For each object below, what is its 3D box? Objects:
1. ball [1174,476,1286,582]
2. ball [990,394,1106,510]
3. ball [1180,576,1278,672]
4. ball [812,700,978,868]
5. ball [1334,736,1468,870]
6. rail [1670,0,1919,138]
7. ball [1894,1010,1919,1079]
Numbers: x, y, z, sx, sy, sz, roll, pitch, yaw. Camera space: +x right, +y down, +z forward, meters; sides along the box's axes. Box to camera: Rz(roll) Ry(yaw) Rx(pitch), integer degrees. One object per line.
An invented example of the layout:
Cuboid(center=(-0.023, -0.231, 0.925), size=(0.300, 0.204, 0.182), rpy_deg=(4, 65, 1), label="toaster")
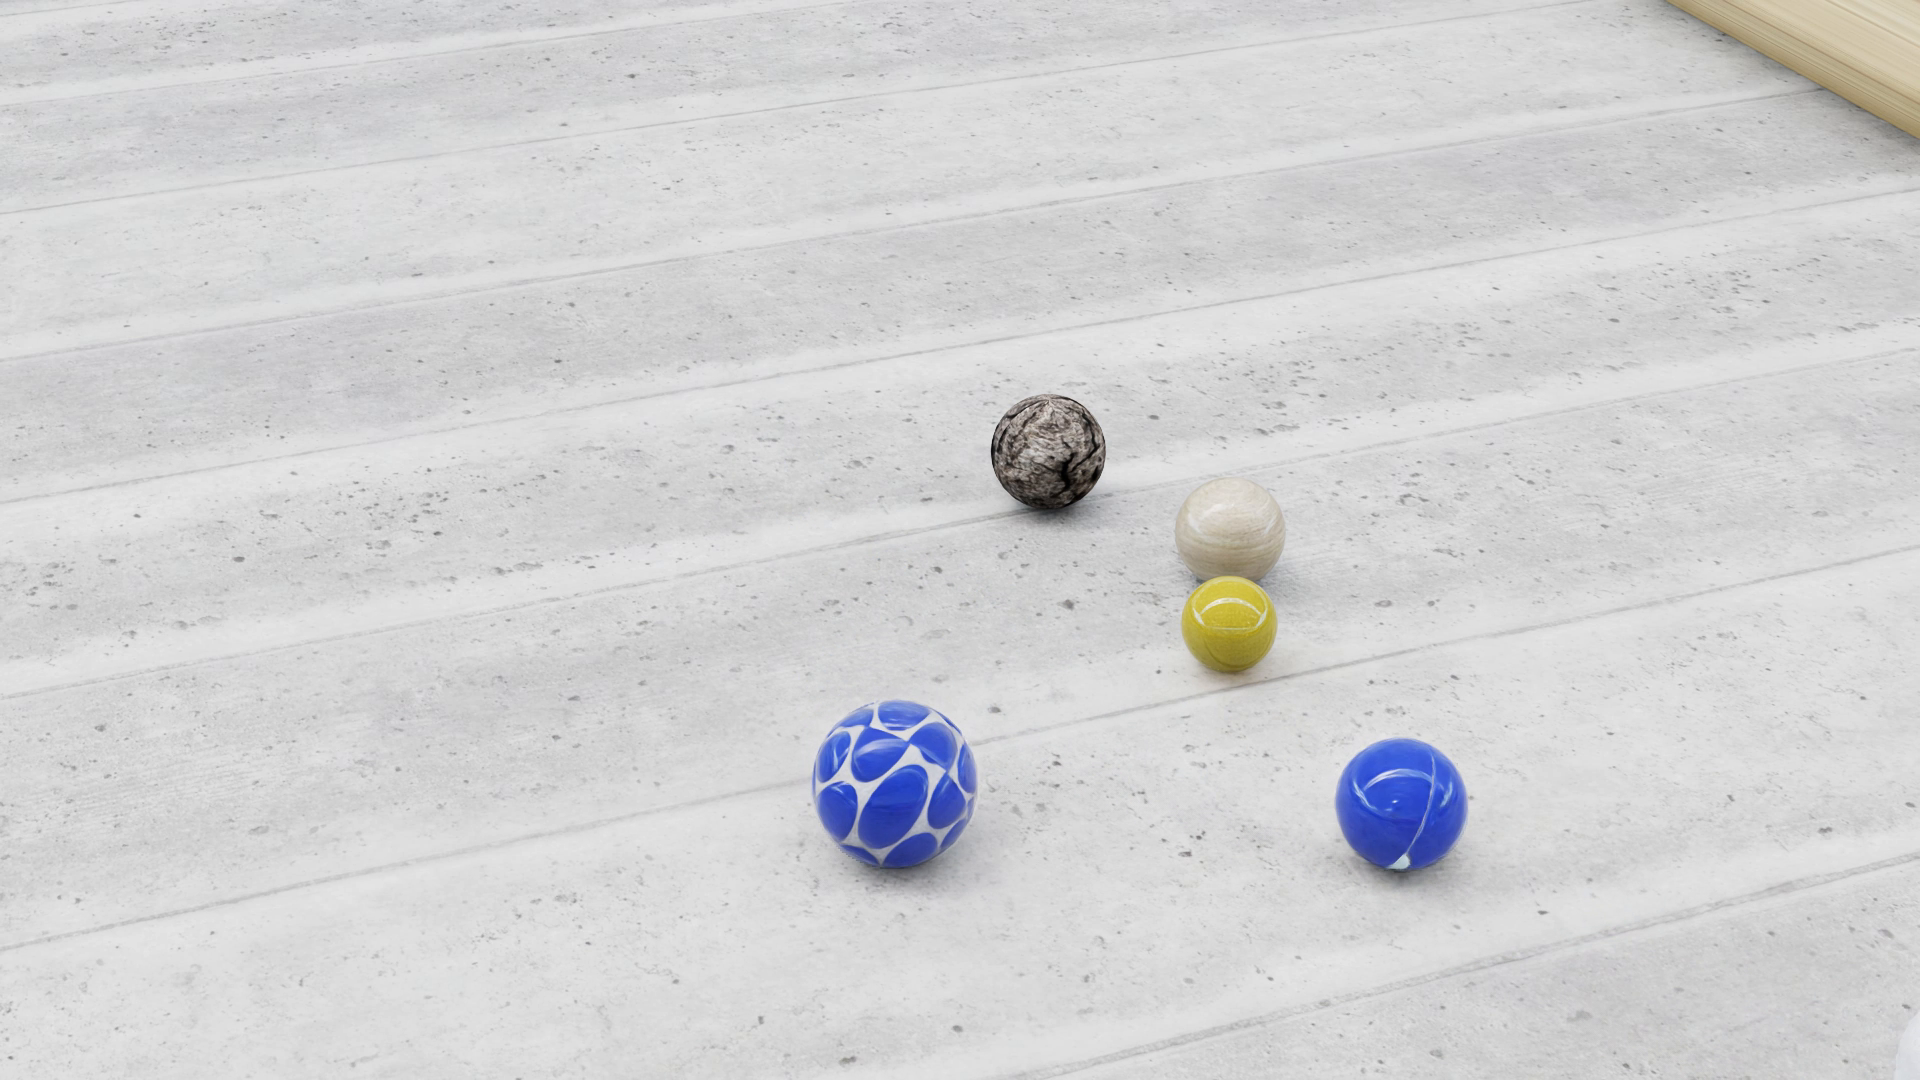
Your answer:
Cuboid(center=(0.166, -0.005, 1.807), size=(0.068, 0.068, 0.068), rpy_deg=(0, 29, 0), label="ball")
Cuboid(center=(0.057, -0.057, 1.895), size=(0.075, 0.075, 0.075), rpy_deg=(0, 29, 0), label="ball")
Cuboid(center=(0.158, 0.049, 1.722), size=(0.057, 0.057, 0.057), rpy_deg=(0, 29, 0), label="ball")
Cuboid(center=(-0.034, 0.128, 1.548), size=(0.088, 0.088, 0.088), rpy_deg=(0, 29, 0), label="ball")
Cuboid(center=(0.232, 0.139, 1.547), size=(0.070, 0.070, 0.070), rpy_deg=(0, 29, 0), label="ball")
Cuboid(center=(0.583, -0.646, 2.916), size=(0.045, 0.115, 4.001), rpy_deg=(-11, 31, -18), label="rail")
Cuboid(center=(0.471, 0.245, 1.336), size=(0.089, 0.089, 0.089), rpy_deg=(0, 29, 0), label="ball")
